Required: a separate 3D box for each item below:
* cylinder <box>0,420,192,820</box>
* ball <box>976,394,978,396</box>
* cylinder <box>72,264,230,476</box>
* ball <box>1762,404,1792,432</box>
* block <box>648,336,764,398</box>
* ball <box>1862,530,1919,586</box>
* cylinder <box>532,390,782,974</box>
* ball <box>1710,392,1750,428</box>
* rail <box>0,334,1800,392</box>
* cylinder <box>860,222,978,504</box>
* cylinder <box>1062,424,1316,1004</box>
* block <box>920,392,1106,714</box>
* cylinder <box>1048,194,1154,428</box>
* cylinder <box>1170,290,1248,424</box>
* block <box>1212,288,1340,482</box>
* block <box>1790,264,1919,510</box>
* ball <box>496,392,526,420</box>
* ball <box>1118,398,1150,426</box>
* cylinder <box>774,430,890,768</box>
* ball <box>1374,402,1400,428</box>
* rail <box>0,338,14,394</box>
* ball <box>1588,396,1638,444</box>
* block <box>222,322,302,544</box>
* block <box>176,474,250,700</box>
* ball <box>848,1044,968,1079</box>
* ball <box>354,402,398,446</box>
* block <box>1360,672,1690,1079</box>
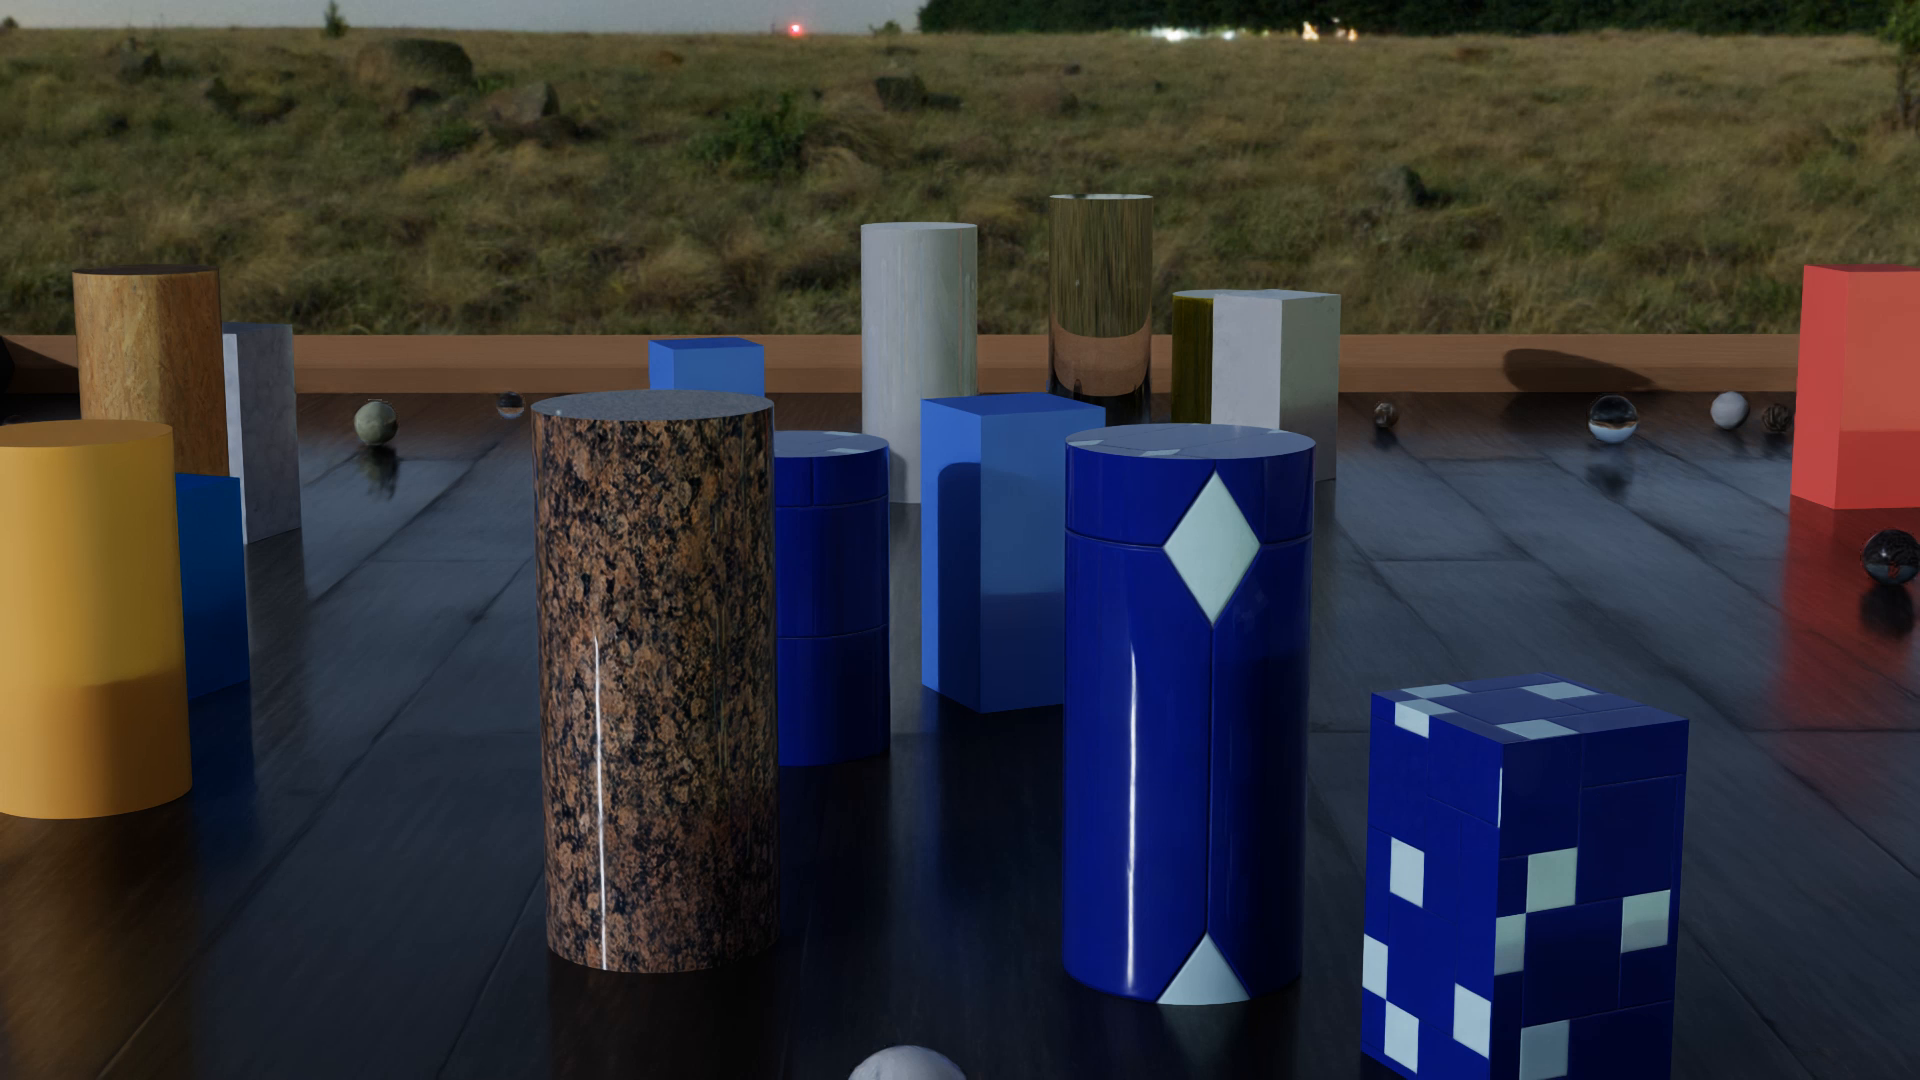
[{"bbox_3d":[-0.883,0.074,2.575,0.198,0.367,0.198,0,10,0],"label":"cylinder"},{"bbox_3d":[0.022,-0.291,5.427,0.048,0.048,0.048,0,10,0],"label":"ball"},{"bbox_3d":[-1.145,-0.163,3.649,0.198,0.443,0.198,0,10,0],"label":"cylinder"},{"bbox_3d":[1.641,-0.244,5.148,0.057,0.057,0.057,0,10,0],"label":"ball"},{"bbox_3d":[-0.434,-0.209,4.406,0.158,0.259,0.158,-4,11,-21],"label":"block"},{"bbox_3d":[1.321,0.024,3.636,0.080,0.080,0.080,0,10,0],"label":"ball"},{"bbox_3d":[-0.251,0.111,2.141,0.198,0.453,0.198,0,10,0],"label":"cylinder"},{"bbox_3d":[1.561,-0.263,5.199,0.075,0.075,0.075,0,10,0],"label":"ball"},{"bbox_3d":[-0.013,-0.393,5.749,4.277,0.129,0.045,0,10,0],"label":"rail"},{"bbox_3d":[-0.069,-0.306,4.376,0.198,0.459,0.198,0,10,0],"label":"cylinder"},{"bbox_3d":[0.182,0.134,2.072,0.198,0.433,0.198,0,10,0],"label":"cylinder"},{"bbox_3d":[0.060,0.010,2.992,0.158,0.342,0.158,-5,12,-25],"label":"block"},{"bbox_3d":[0.268,-0.415,4.909,0.198,0.481,0.198,0,10,0],"label":"cylinder"},{"bbox_3d":[0.496,-0.308,4.811,0.198,0.306,0.198,0,10,0],"label":"cylinder"},{"bbox_3d":[0.560,-0.273,4.560,0.158,0.328,0.158,-9,14,-41],"label":"block"},{"bbox_3d":[1.520,-0.261,4.315,0.158,0.393,0.158,-2,11,-8],"label":"block"},{"bbox_3d":[-0.934,-0.280,5.338,0.058,0.058,0.058,0,10,0],"label":"ball"},{"bbox_3d":[0.350,-0.251,5.158,0.068,0.068,0.068,0,10,0],"label":"ball"},{"bbox_3d":[-0.175,0.059,2.764,0.198,0.329,0.198,0,10,0],"label":"cylinder"},{"bbox_3d":[0.866,-0.253,5.211,0.052,0.052,0.052,0,10,0],"label":"ball"},{"bbox_3d":[-2.115,0.035,3.437,0.045,0.129,4.727,0,10,0],"label":"rail"},{"bbox_3d":[1.271,-0.235,4.995,0.095,0.095,0.095,0,10,0],"label":"ball"},{"bbox_3d":[-1.151,-0.171,4.021,0.158,0.324,0.158,3,11,16],"label":"block"},{"bbox_3d":[-0.957,0.054,3.021,0.158,0.245,0.158,4,11,22],"label":"block"},{"bbox_3d":[-0.035,0.379,1.684,0.093,0.093,0.093,0,10,0],"label":"ball"},{"bbox_3d":[-1.133,-0.226,4.979,0.084,0.084,0.084,0,10,0],"label":"ball"},{"bbox_3d":[0.405,0.254,1.858,0.158,0.275,0.158,-5,12,-24],"label":"block"}]
